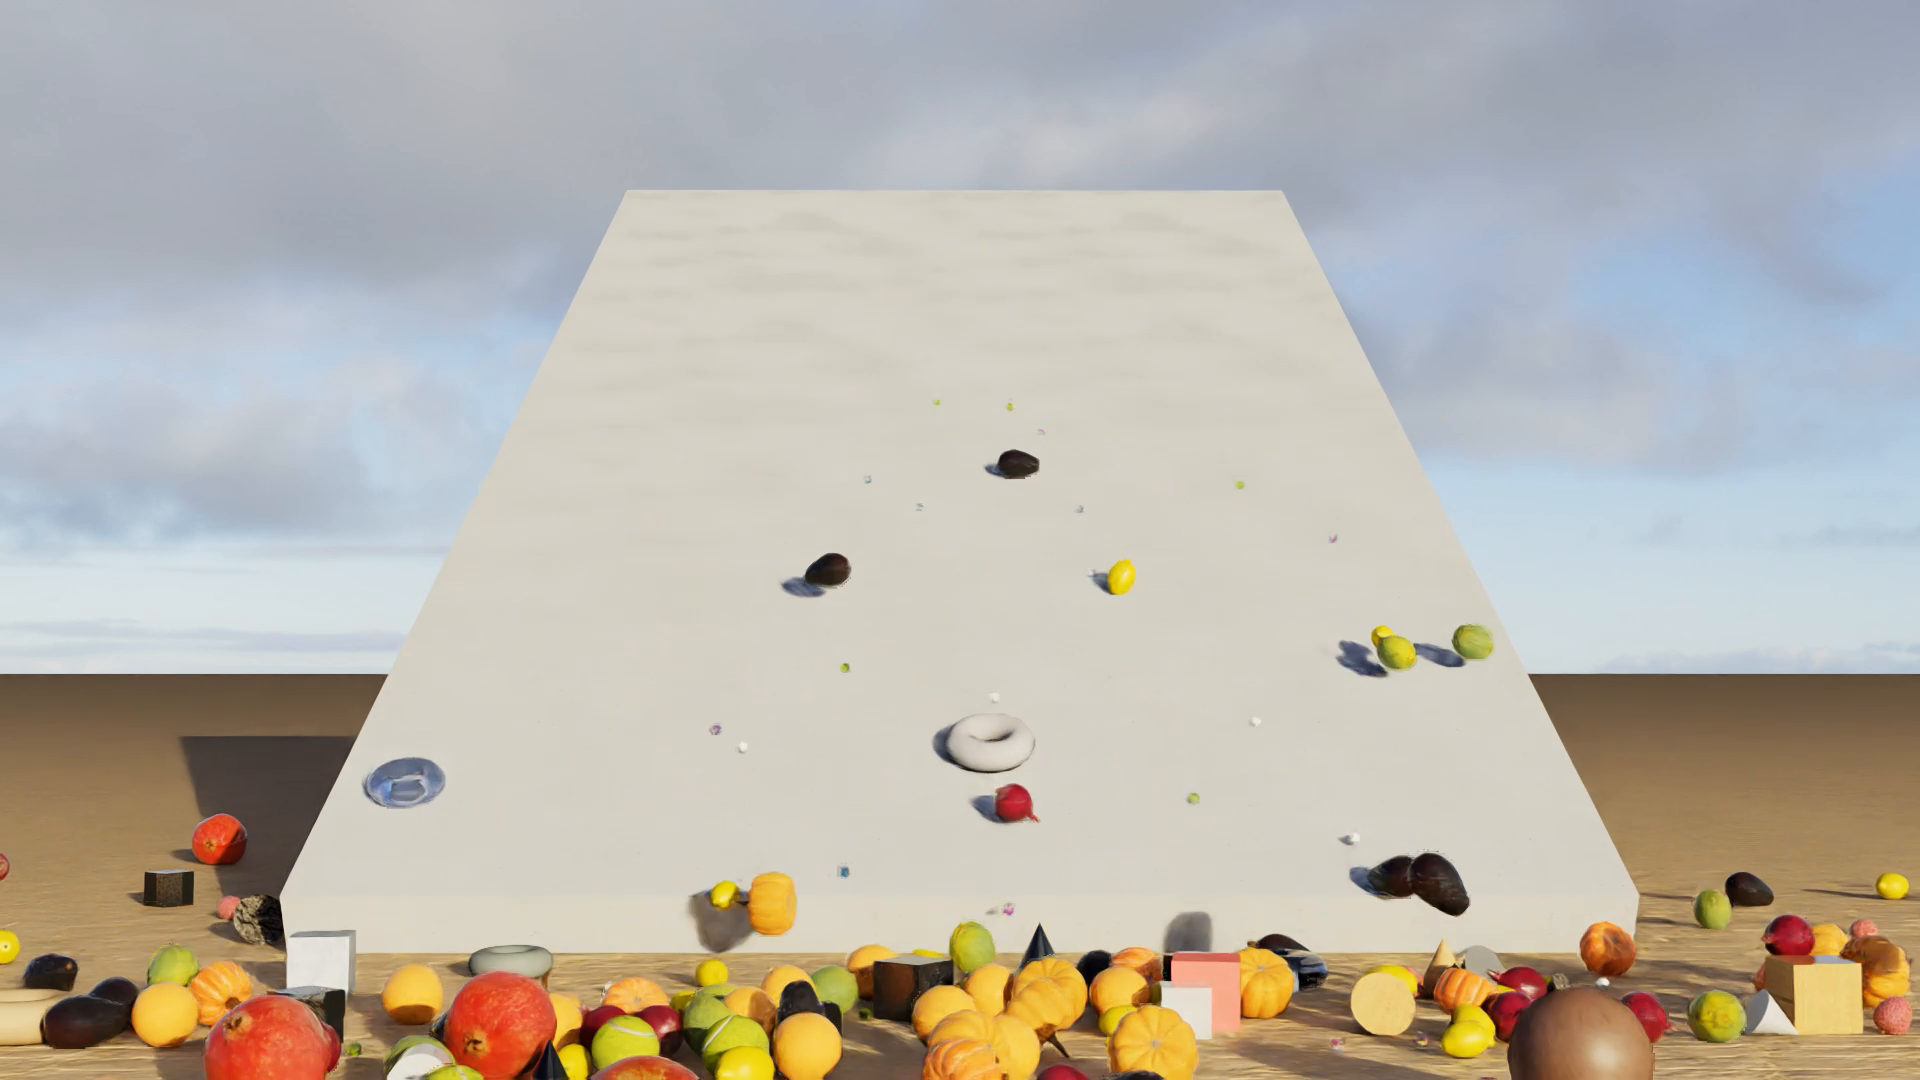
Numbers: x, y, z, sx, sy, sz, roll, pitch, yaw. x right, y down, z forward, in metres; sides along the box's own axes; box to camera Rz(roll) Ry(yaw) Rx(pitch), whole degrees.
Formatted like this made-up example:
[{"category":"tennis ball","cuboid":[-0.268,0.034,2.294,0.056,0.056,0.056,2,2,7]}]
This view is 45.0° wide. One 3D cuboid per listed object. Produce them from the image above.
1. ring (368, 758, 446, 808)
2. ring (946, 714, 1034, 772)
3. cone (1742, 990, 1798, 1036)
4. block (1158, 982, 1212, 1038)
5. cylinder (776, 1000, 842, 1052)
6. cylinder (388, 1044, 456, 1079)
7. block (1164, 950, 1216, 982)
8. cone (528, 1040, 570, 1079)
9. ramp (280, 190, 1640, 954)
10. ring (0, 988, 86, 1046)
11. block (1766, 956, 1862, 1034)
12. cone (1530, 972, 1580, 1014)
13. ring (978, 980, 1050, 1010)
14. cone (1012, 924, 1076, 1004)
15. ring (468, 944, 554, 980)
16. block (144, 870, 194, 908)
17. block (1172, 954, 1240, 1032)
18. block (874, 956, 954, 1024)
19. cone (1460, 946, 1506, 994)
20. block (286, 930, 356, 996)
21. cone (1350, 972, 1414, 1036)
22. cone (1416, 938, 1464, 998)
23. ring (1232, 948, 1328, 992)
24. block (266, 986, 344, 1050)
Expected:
[{"category":"ring","cuboid":[-0.877,0.384,3.674,0.123,0.041,0.123,0,22,0]},{"category":"ring","cuboid":[0.049,0.331,3.791,0.146,0.049,0.146,0,25,0]},{"category":"cone","cuboid":[0.946,0.559,2.681,0.057,0.057,0.057,27,-3,1]},{"category":"block","cuboid":[0.261,0.544,2.686,0.057,0.057,0.057,0,-3,1]},{"category":"cylinder","cuboid":[-0.167,0.538,2.565,0.055,0.055,0.055,-1,-3,23]},{"category":"cylinder","cuboid":[-0.514,0.516,2.211,0.061,0.061,0.061,0,-3,-9]},{"category":"block","cuboid":[0.300,0.558,2.958,0.058,0.058,0.058,-2,-4,38]},{"category":"cone","cuboid":[-0.415,0.529,2.343,0.050,0.050,0.050,0,-3,0]},{"category":"ramp","cuboid":[-0.008,-0.227,5.263,2.000,0.100,4.000,0,23,0]},{"category":"ring","cuboid":[-1.080,0.547,2.657,0.149,0.050,0.149,1,-3,0]},{"category":"block","cuboid":[1.005,0.535,2.728,0.080,0.080,0.080,0,-3,-4]},{"category":"cone","cuboid":[0.729,0.571,2.870,0.053,0.053,0.053,-34,-22,31]},{"category":"ring","cuboid":[0.067,0.569,2.902,0.092,0.031,0.092,-1,-4,0]},{"category":"cone","cuboid":[0.103,0.541,2.983,0.097,0.097,0.097,0,-3,0]},{"category":"ring","cuboid":[-0.617,0.581,3.183,0.115,0.038,0.115,-1,-2,0]},{"category":"block","cuboid":[-1.413,0.622,4.139,0.060,0.060,0.060,-2,-4,35]},{"category":"block","cuboid":[0.293,0.536,2.754,0.080,0.080,0.080,0,-3,7]},{"category":"block","cuboid":[-0.056,0.545,2.816,0.069,0.069,0.069,-2,-4,38]},{"category":"cone","cuboid":[0.670,0.577,3.048,0.067,0.067,0.067,2,-30,-32]},{"category":"block","cuboid":[-0.833,0.553,3.025,0.077,0.077,0.077,0,-3,-8]},{"category":"cone","cuboid":[0.487,0.557,2.721,0.076,0.076,0.076,0,-30,-6]},{"category":"cone","cuboid":[0.629,0.553,3.013,0.075,0.075,0.075,0,-3,0]},{"category":"ring","cuboid":[0.416,0.571,3.075,0.143,0.048,0.143,1,-4,0]},{"category":"block","cuboid":[-0.739,0.539,2.620,0.060,0.060,0.060,-2,-4,35]}]
